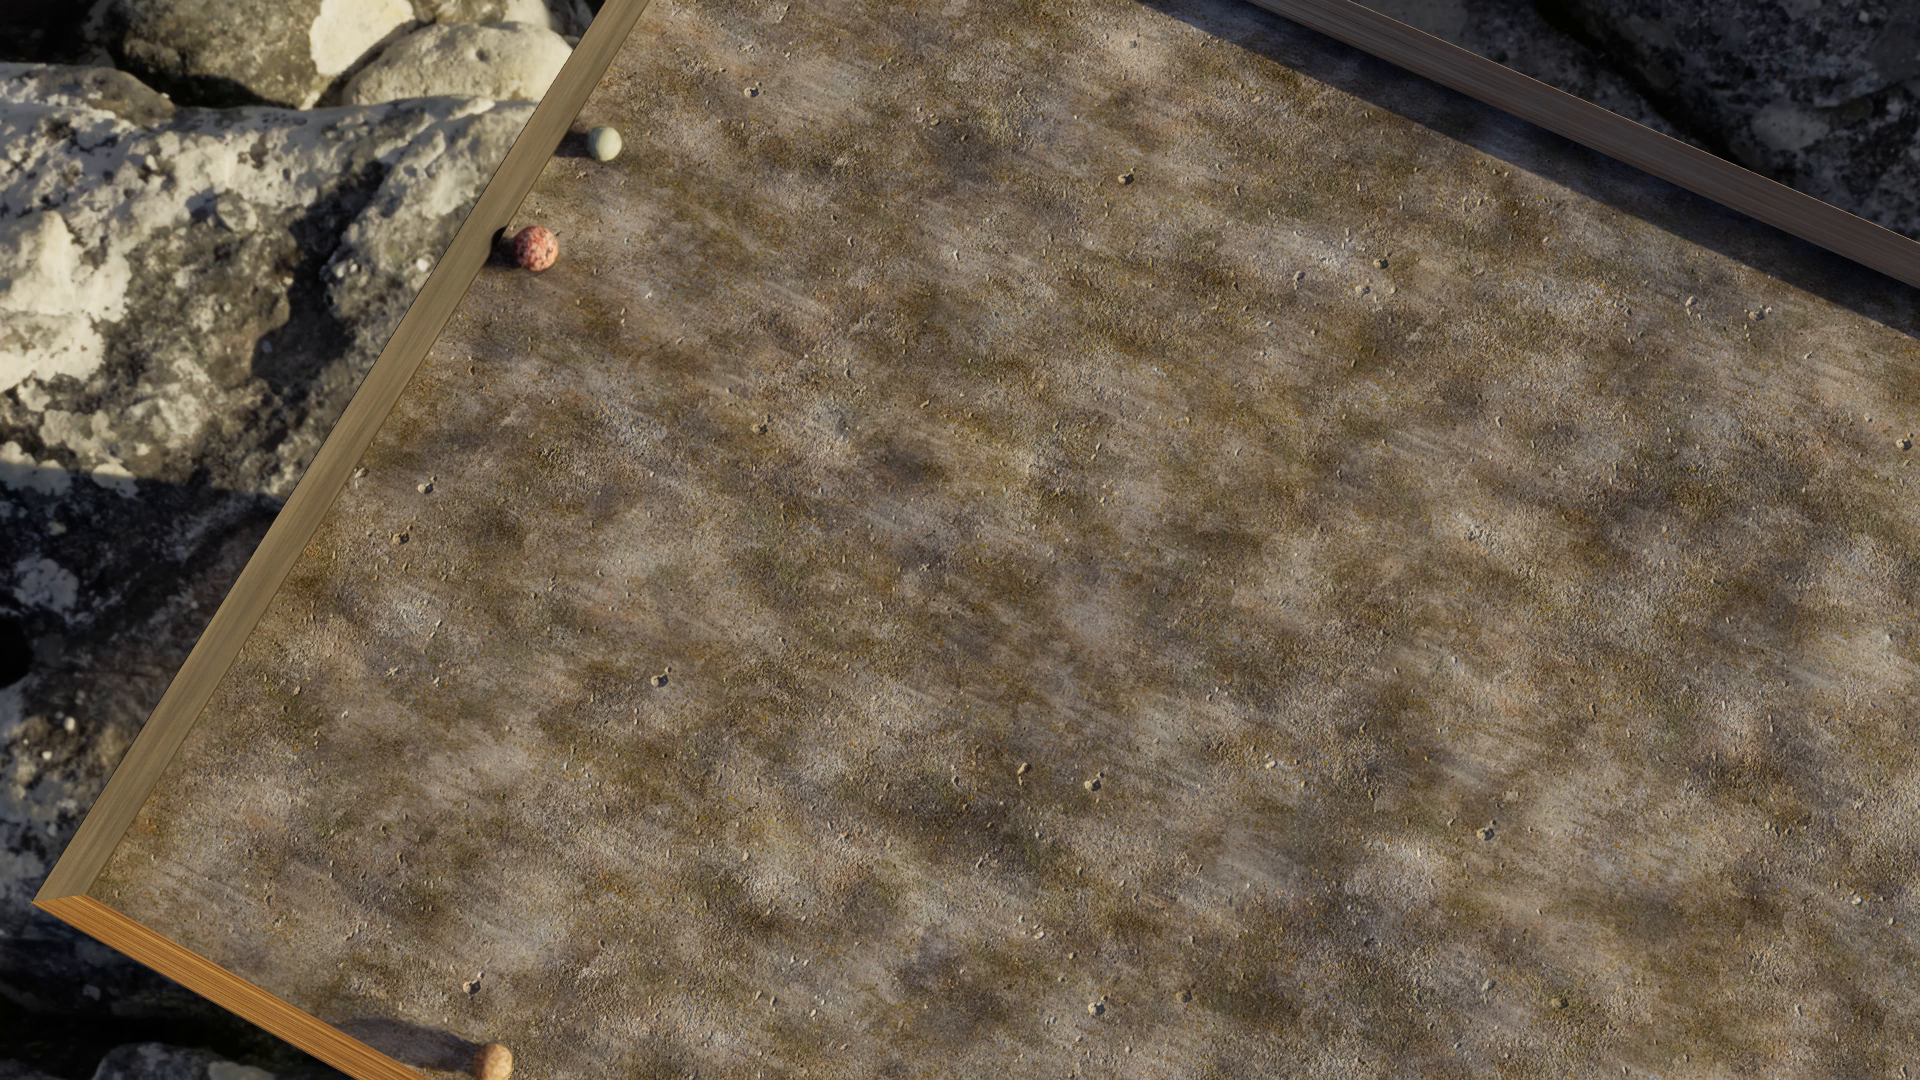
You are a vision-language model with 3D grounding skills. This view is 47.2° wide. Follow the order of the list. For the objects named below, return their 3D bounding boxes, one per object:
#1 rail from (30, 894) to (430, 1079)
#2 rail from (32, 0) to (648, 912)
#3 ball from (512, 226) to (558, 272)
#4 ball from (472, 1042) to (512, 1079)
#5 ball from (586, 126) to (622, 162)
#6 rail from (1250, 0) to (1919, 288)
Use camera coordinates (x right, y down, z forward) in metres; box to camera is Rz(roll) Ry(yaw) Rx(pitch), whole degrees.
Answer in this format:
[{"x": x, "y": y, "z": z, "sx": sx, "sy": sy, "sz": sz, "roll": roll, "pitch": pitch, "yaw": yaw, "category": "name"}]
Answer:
[{"x": 0.351, "y": 1.321, "z": 2.954, "sx": 3.766, "sy": 0.095, "sz": 0.045, "roll": 25, "pitch": 73, "yaw": 8, "category": "rail"}, {"x": -0.820, "y": -0.396, "z": 3.530, "sx": 0.045, "sy": 0.095, "sz": 2.231, "roll": 25, "pitch": 73, "yaw": 8, "category": "rail"}, {"x": -0.690, "y": -0.472, "z": 3.568, "sx": 0.073, "sy": 0.073, "sz": 0.073, "roll": 0, "pitch": 71, "yaw": 0, "category": "ball"}, {"x": -0.674, "y": 0.753, "z": 3.165, "sx": 0.057, "sy": 0.057, "sz": 0.057, "roll": 0, "pitch": 71, "yaw": 0, "category": "ball"}, {"x": -0.589, "y": -0.656, "z": 3.638, "sx": 0.058, "sy": 0.058, "sz": 0.058, "roll": 0, "pitch": 71, "yaw": 0, "category": "ball"}, {"x": 1.332, "y": -0.529, "z": 3.575, "sx": 3.766, "sy": 0.095, "sz": 0.045, "roll": 25, "pitch": 73, "yaw": 8, "category": "rail"}]
